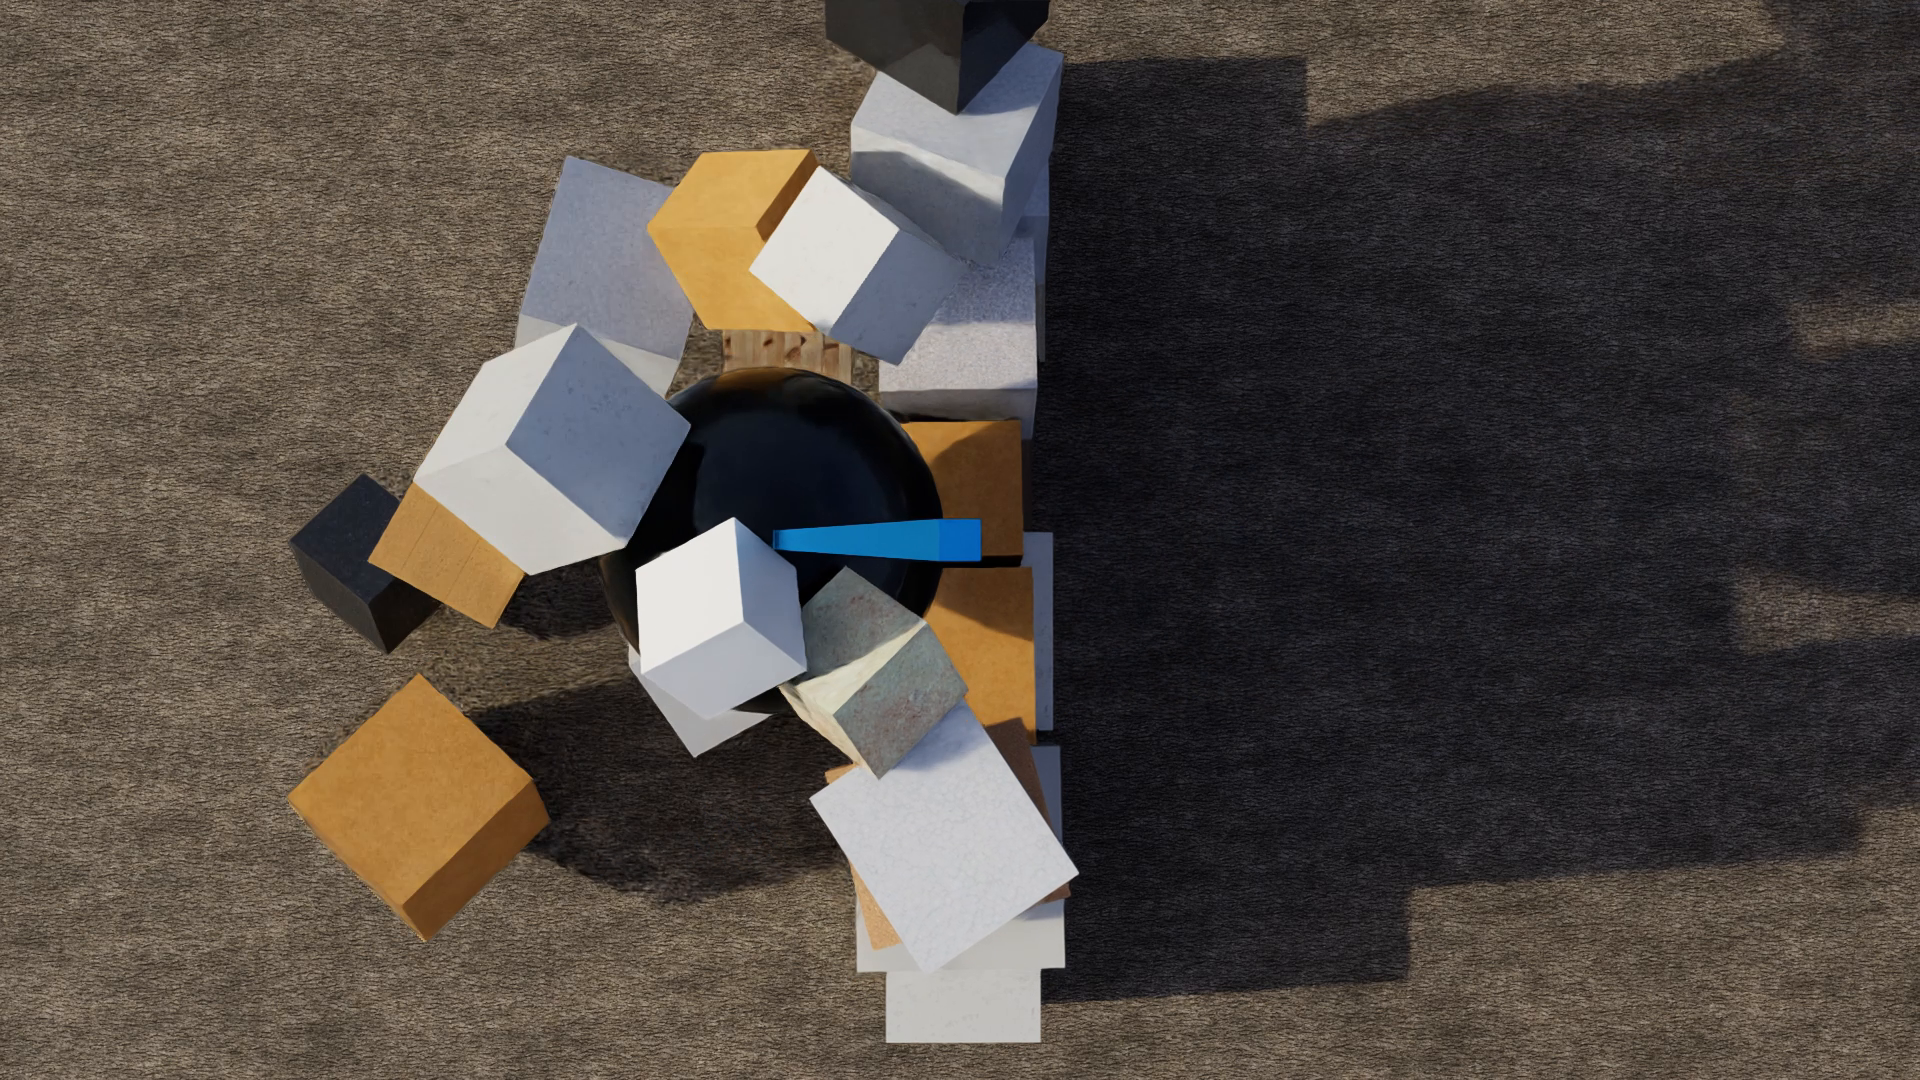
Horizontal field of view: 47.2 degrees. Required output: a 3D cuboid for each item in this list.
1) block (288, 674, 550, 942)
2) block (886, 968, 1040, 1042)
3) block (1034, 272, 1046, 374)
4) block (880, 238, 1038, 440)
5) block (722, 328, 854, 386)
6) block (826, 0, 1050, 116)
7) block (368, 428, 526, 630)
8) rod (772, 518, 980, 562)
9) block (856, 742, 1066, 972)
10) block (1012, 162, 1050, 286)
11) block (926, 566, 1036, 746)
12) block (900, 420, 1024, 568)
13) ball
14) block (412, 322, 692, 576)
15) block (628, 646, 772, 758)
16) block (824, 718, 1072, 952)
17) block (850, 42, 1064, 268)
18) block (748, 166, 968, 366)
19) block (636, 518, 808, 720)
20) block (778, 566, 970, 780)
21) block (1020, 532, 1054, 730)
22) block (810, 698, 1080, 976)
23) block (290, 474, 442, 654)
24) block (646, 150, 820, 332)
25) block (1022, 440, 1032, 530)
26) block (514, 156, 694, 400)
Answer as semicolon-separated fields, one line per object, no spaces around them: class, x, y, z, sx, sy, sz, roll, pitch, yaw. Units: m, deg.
block;-3.015;1.509;12.352;0.904;0.814;0.964;40;70;13
block;0.017;2.309;12.522;0.847;0.954;0.887;0;90;0
block;0.016;-1.480;12.563;0.906;0.873;0.995;0;90;0
block;-0.012;-1.035;11.565;0.789;0.970;0.796;-1;77;0
block;-0.873;-1.037;11.362;0.643;0.650;0.639;2;130;-2
block;-0.092;-2.656;10.321;0.779;0.756;0.758;33;65;14
block;-2.407;-0.076;10.904;0.677;0.610;0.737;30;91;-8
rod;-0.376;0.000;6.734;0.080;5.200;0.080;0;90;-8
block;-0.008;1.631;11.508;1.033;1.106;1.096;-1;86;0
block;0.013;-1.920;11.696;0.886;0.766;0.870;0;69;0
block;-0.024;0.607;11.588;0.801;0.816;0.911;-1;89;0
block;-0.047;-0.222;11.598;0.726;0.843;0.689;-1;85;0
ball;-0.867;0.000;10.098;1.600;1.600;1.600;0;90;0
block;-1.727;-0.372;9.339;0.679;0.723;0.670;43;54;-28
block;-1.425;0.674;12.503;0.626;0.660;0.686;-29;114;6
block;-0.060;1.393;10.564;0.948;0.806;0.851;-15;86;-2
block;-0.021;-1.987;10.859;0.783;0.776;0.788;21;65;8
block;-0.453;-1.223;9.879;0.548;0.610;0.563;41;102;28
block;-0.980;0.325;8.997;0.506;0.433;0.541;-27;47;20
block;-0.412;0.554;9.235;0.543;0.476;0.576;-44;45;-14
block;-0.010;0.498;12.503;1.034;0.995;1.081;0;90;0
block;-0.072;1.279;9.688;0.772;0.957;0.889;-33;86;-3
block;-3.323;0.140;12.514;0.605;0.681;0.565;36;66;14
block;-0.967;-1.427;10.498;0.664;0.645;0.550;5;50;34
block;-0.003;-0.513;12.525;0.795;0.951;0.920;0;90;0
block;-1.771;-1.334;11.348;0.814;0.837;0.858;16;77;-10
